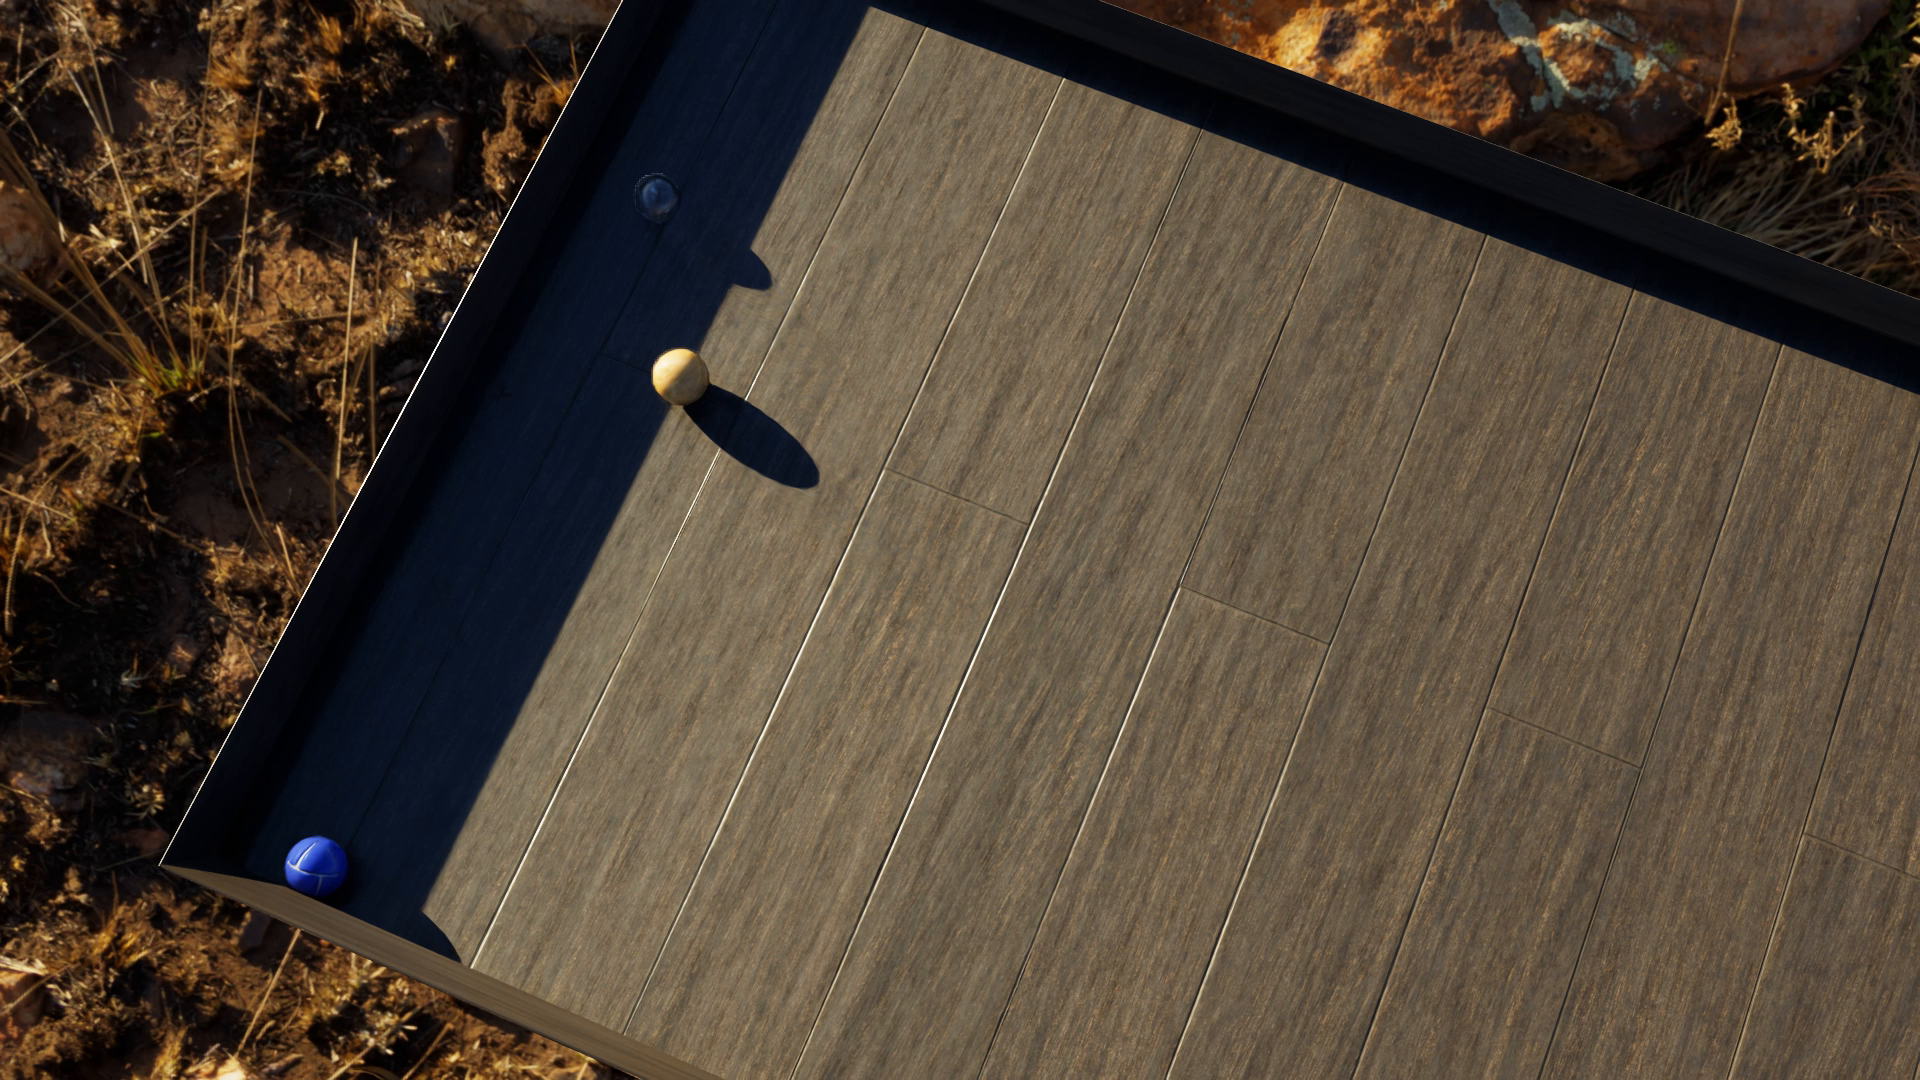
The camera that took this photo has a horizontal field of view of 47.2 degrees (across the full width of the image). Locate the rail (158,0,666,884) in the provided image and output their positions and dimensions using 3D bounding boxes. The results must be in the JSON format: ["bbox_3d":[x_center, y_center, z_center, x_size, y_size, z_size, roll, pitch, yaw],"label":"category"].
[{"bbox_3d":[-0.773,-0.315,3.478,0.045,0.117,1.849,22,73,7],"label":"rail"}]

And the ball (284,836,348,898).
[{"bbox_3d":[-0.947,0.481,3.234,0.090,0.090,0.090,0,72,0],"label":"ball"}]

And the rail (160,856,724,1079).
[{"bbox_3d":[0.445,1.102,3.016,3.449,0.117,0.045,22,73,7],"label":"rail"}]

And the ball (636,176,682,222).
[{"bbox_3d":[-0.491,-0.555,3.580,0.075,0.075,0.075,0,72,0],"label":"ball"}]

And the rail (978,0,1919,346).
[{"bbox_3d":[1.144,-0.477,3.531,3.449,0.117,0.045,22,73,7],"label":"rail"}]

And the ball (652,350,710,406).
[{"bbox_3d":[-0.441,-0.257,3.475,0.089,0.089,0.089,0,72,0],"label":"ball"}]
